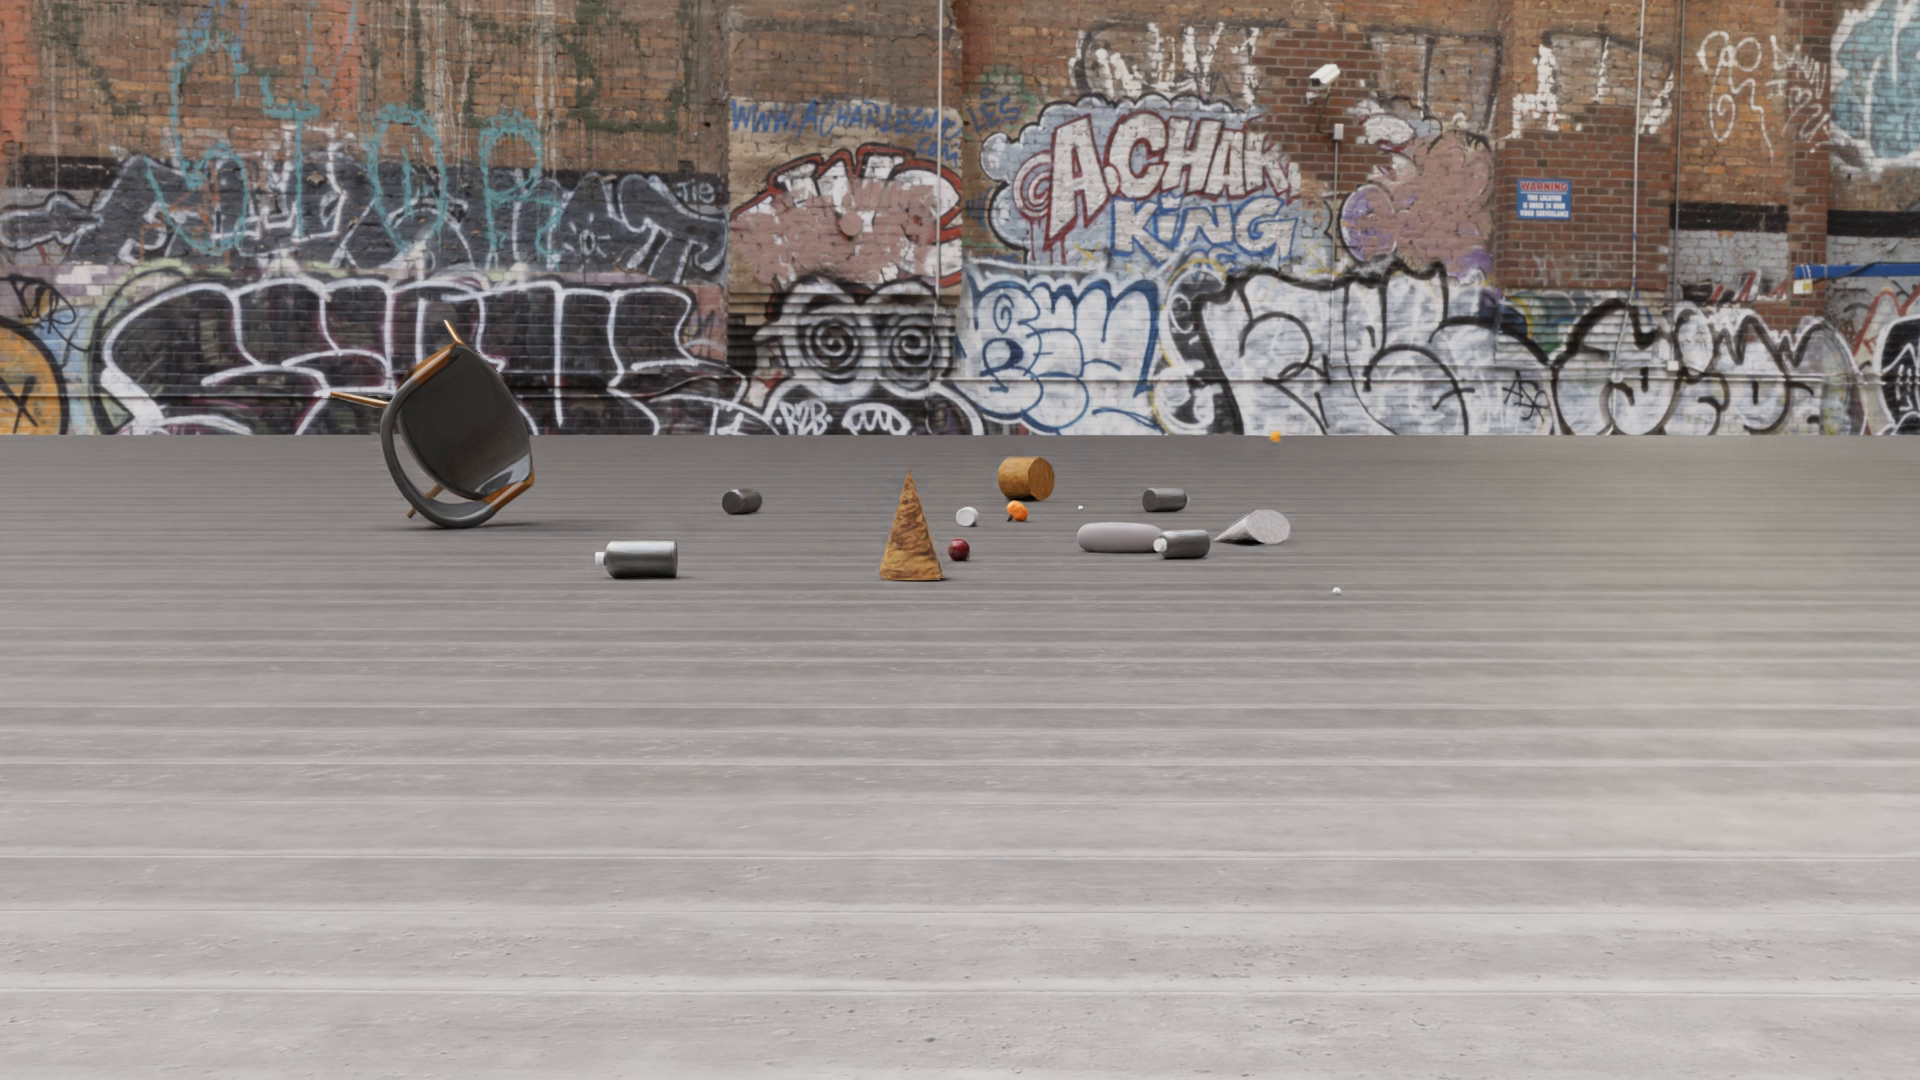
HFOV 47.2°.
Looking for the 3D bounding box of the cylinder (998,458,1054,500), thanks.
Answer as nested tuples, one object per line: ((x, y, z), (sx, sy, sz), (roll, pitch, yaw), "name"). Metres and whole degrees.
((0.268, -0.247, 8.895), (0.139, 0.169, 0.213), (3, -8, 33), "cylinder")

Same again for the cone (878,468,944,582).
((-0.117, -0.044, 5.165), (0.161, 0.261, 0.129), (5, 12, 25), "cone")

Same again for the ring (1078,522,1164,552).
((0.442, -0.005, 6.070), (0.241, 0.078, 0.125), (2, 6, 10), "ring")

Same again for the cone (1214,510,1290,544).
((0.821, -0.018, 6.444), (0.197, 0.103, 0.239), (-16, -11, 39), "cone")
